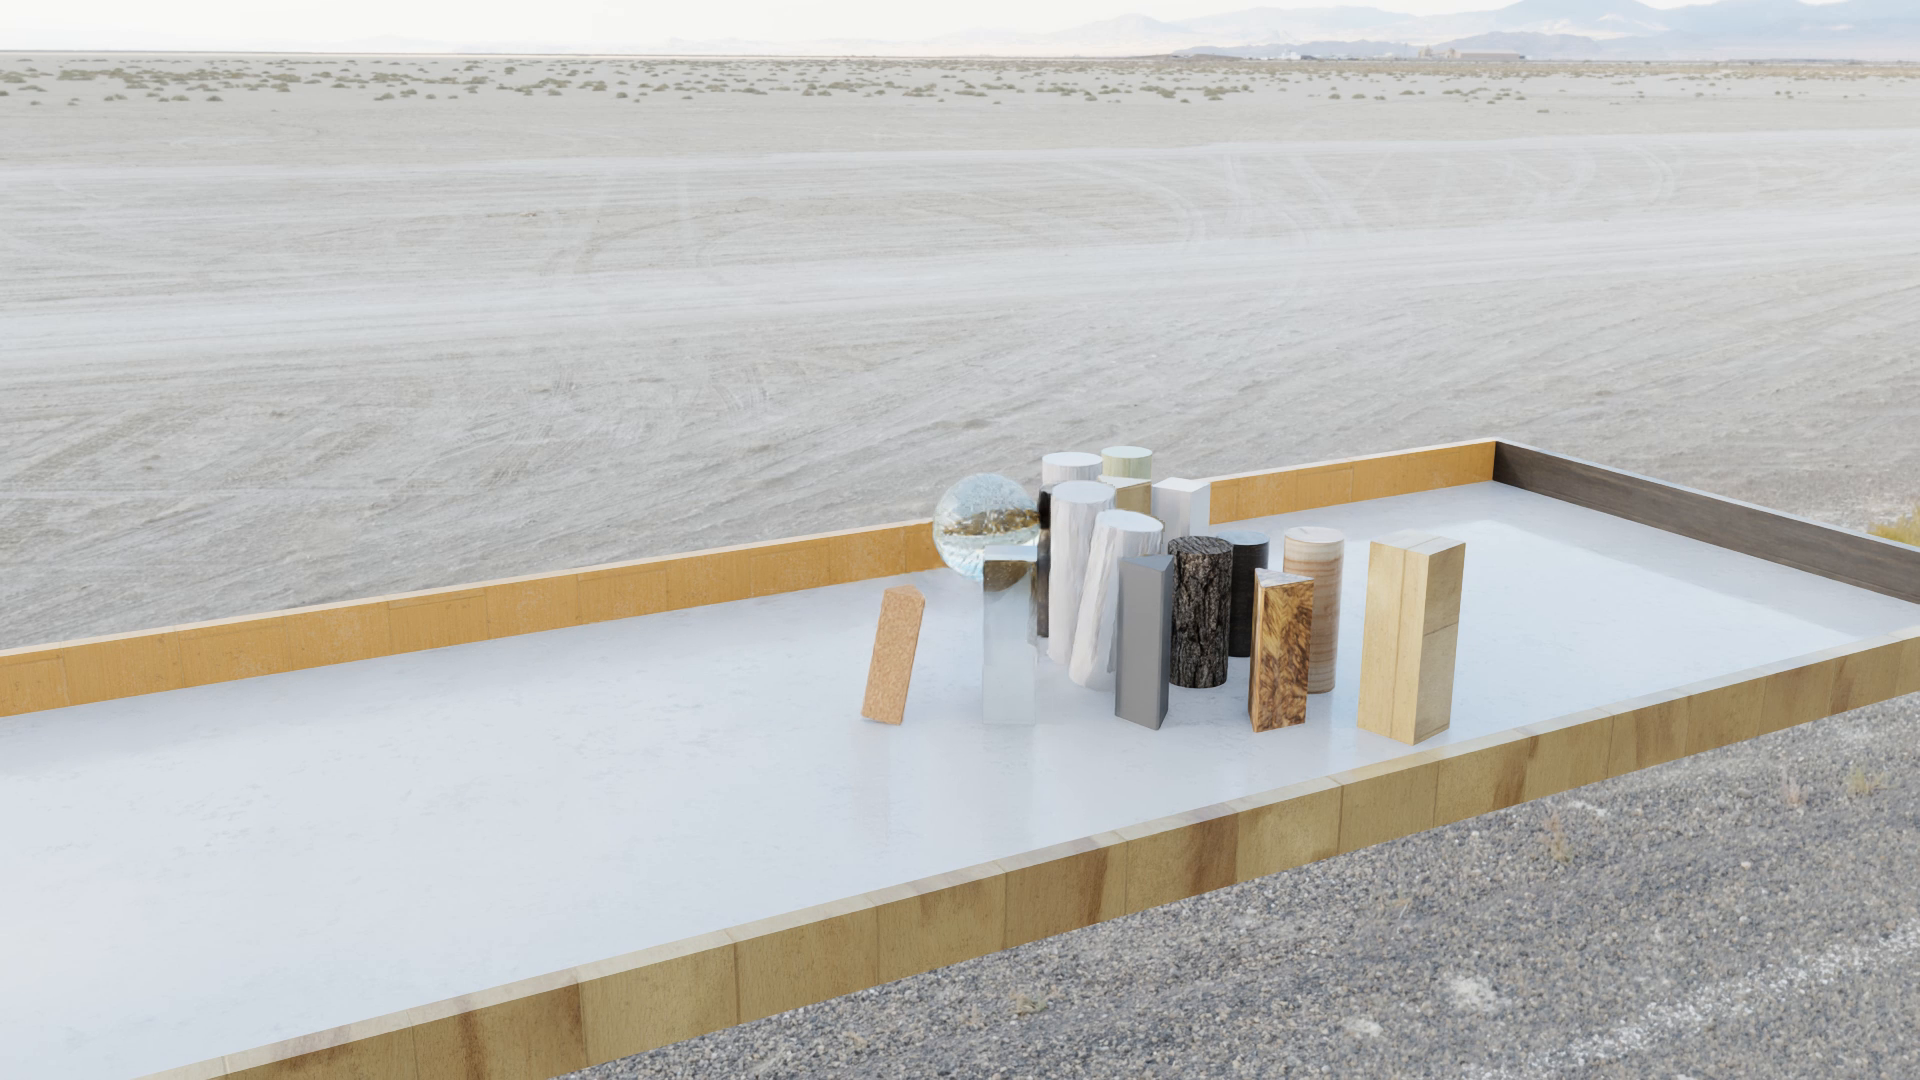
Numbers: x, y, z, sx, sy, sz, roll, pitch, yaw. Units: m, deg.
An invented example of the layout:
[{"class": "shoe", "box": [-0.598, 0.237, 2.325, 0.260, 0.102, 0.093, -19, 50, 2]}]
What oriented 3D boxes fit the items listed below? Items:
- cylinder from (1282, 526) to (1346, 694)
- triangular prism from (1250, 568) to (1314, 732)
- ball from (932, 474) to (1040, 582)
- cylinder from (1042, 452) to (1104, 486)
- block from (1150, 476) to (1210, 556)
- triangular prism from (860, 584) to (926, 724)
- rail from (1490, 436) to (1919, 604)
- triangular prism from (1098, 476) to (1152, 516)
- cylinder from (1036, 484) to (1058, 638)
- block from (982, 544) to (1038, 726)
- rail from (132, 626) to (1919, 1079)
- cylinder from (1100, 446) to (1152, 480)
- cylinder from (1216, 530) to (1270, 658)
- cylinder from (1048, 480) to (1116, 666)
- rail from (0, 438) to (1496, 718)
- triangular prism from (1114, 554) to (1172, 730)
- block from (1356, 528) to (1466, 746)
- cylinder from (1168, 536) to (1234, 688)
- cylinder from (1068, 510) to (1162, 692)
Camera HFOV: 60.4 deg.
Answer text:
[{"class": "cylinder", "box": [0.866, 0.173, 4.077, 0.145, 0.389, 0.145, 0, 16, 0]}, {"class": "triangular prism", "box": [0.723, 0.252, 3.866, 0.144, 0.355, 0.124, -8, 18, -25]}, {"class": "ball", "box": [0.069, -0.033, 4.356, 0.287, 0.287, 0.287, 0, 16, 0]}, {"class": "cylinder", "box": [0.309, -0.010, 4.600, 0.167, 0.444, 0.167, 0, 16, 0]}, {"class": "block", "box": [0.611, 0.024, 4.615, 0.123, 0.371, 0.123, 11, 19, 32]}, {"class": "triangular prism", "box": [-0.149, 0.263, 3.872, 0.098, 0.319, 0.084, 13, 17, 7]}, {"class": "rail", "box": [2.466, -0.048, 5.253, 0.050, 0.150, 2.100, -9, 18, -27]}, {"class": "triangular prism", "box": [0.404, 0.059, 4.359, 0.144, 0.448, 0.125, -13, 21, -37]}, {"class": "cylinder", "box": [0.274, 0.057, 4.444, 0.156, 0.392, 0.156, 4, 13, -1]}, {"class": "block", "box": [0.118, 0.223, 3.876, 0.123, 0.405, 0.123, 1, 16, 3]}, {"class": "rail", "box": [-2.336, 1.006, 1.665, 12.000, 0.150, 0.050, -9, 18, -27]}, {"class": "cylinder", "box": [0.482, -0.058, 4.822, 0.147, 0.411, 0.147, 0, 16, 0]}, {"class": "cylinder", "box": [0.736, 0.140, 4.333, 0.139, 0.307, 0.139, 0, 16, 0]}, {"class": "cylinder", "box": [0.309, 0.088, 4.227, 0.158, 0.453, 0.158, 0, 23, 0]}, {"class": "rail", "box": [-3.305, 0.497, 3.399, 12.000, 0.150, 0.050, -9, 18, -27]}, {"class": "triangular prism", "box": [0.456, 0.233, 3.872, 0.114, 0.390, 0.132, -15, 22, -41]}, {"class": "block", "box": [1.037, 0.221, 3.796, 0.152, 0.454, 0.152, -15, 22, -40]}, {"class": "cylinder", "box": [0.595, 0.179, 4.126, 0.161, 0.349, 0.161, 0, 16, 0]}, {"class": "cylinder", "box": [0.381, 0.150, 4.064, 0.163, 0.420, 0.163, 8, 18, -3]}]
